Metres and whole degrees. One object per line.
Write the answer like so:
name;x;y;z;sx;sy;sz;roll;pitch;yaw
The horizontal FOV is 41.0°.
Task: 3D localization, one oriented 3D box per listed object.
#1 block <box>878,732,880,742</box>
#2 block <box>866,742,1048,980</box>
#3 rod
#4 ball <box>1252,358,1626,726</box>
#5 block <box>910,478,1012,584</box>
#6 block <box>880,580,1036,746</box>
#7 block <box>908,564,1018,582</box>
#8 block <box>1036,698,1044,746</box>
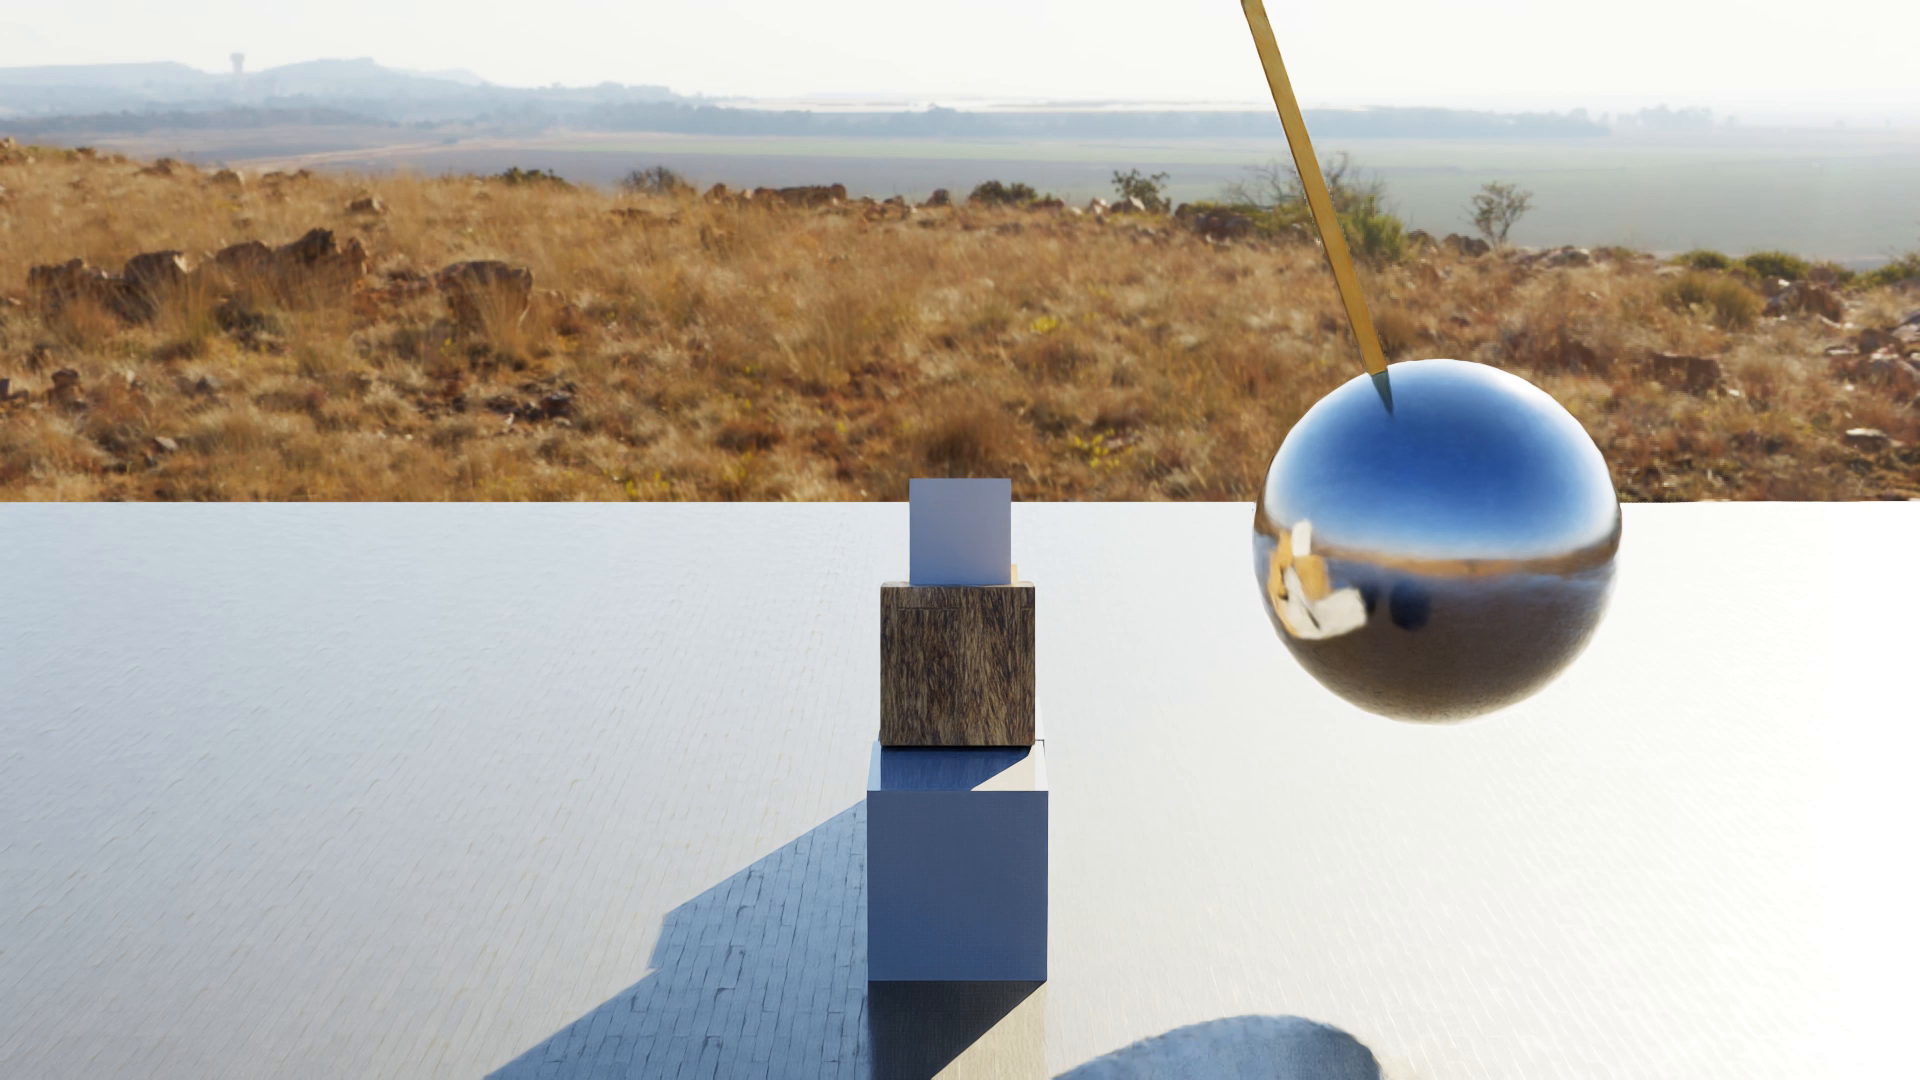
block;-0.015;1.213;11.031;0.679;0.666;0.581;0;10;0
block;-0.010;1.282;10.360;0.704;0.771;0.745;0;10;0
rod;0.899;-3.127;10.612;0.080;5.200;0.080;-20;10;4
ball;2.074;0.012;11.183;1.600;1.600;1.600;0;10;0
block;0.001;-0.041;10.968;0.427;0.444;0.420;0;1;0
block;-0.008;0.509;10.808;0.634;0.648;0.661;0;1;0
block;0.016;0.410;11.908;0.504;0.485;0.482;0;15;0
block;0.008;1.112;11.711;0.728;0.622;0.772;0;10;0
